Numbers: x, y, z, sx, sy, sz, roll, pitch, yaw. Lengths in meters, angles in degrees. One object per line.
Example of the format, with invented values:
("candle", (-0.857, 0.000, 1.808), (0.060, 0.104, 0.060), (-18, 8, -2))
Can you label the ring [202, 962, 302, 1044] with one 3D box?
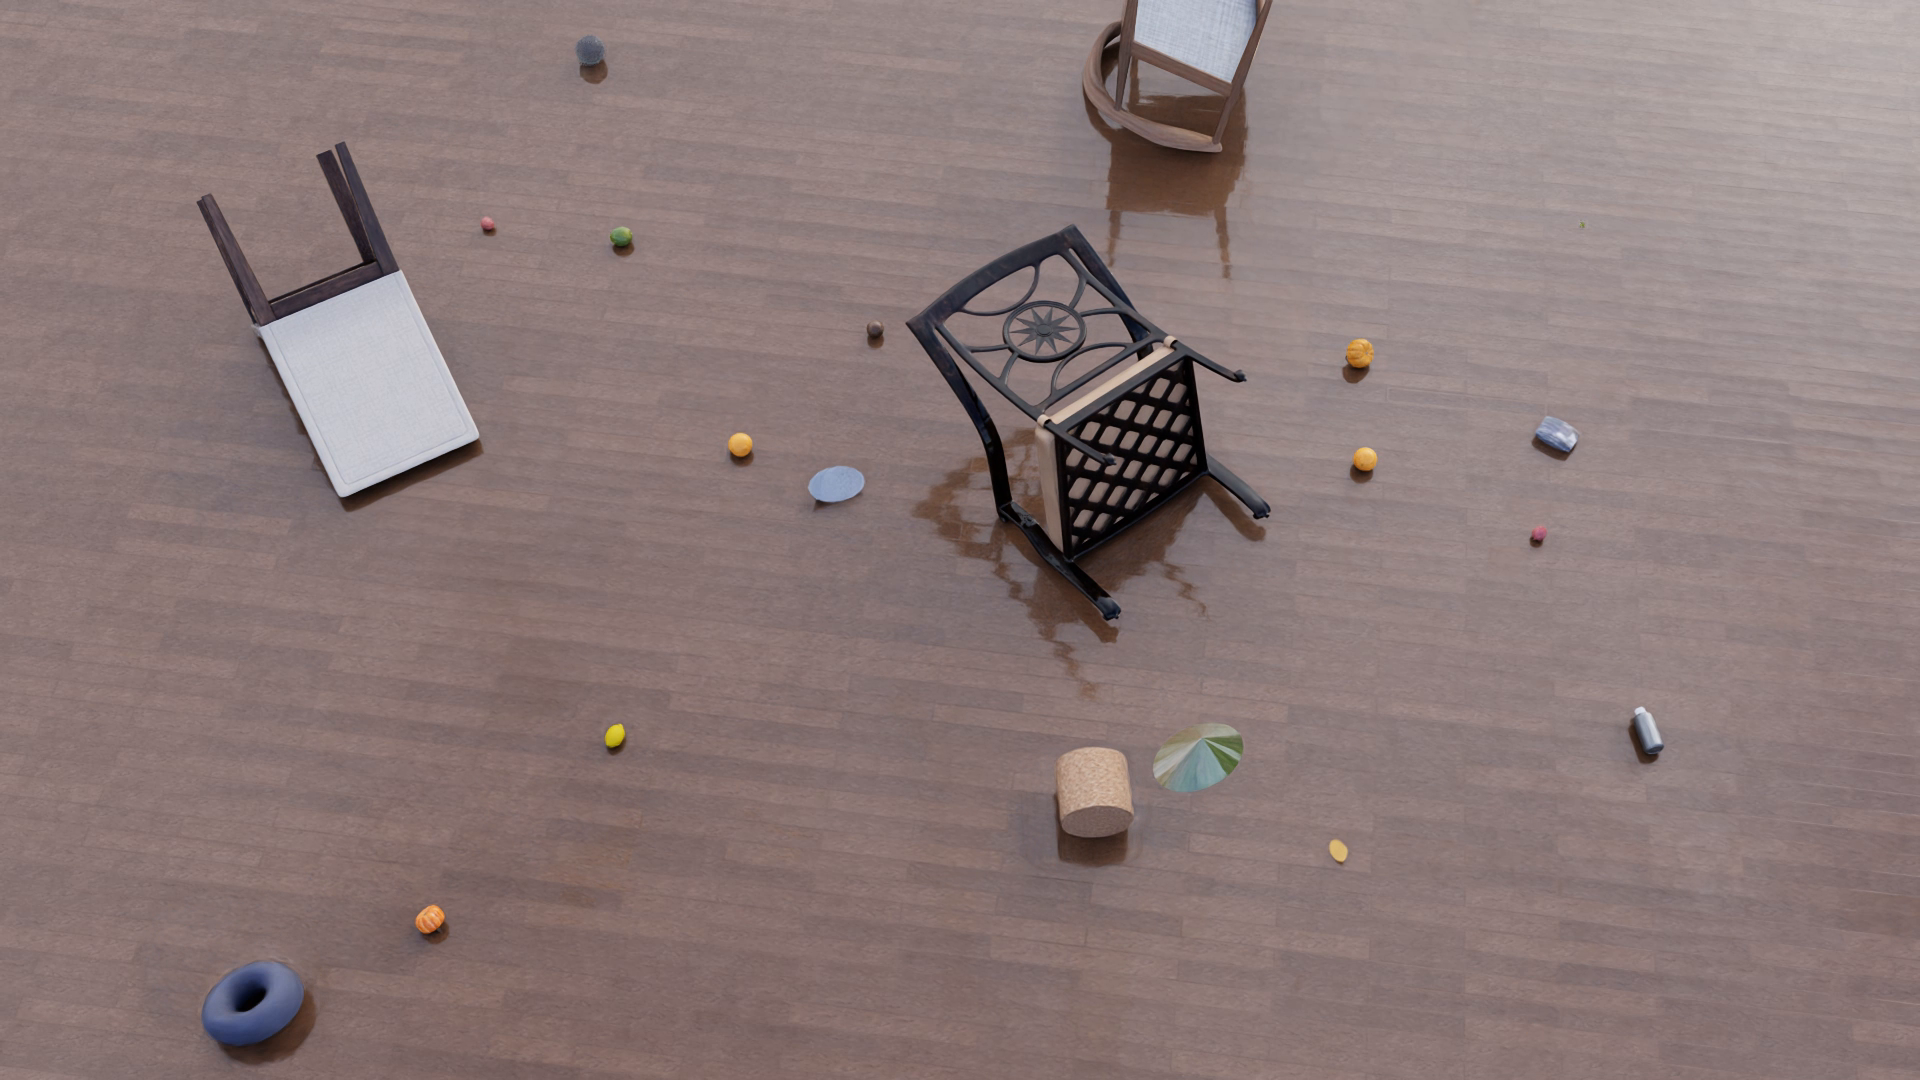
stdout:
("ring", (-1.827, 1.196, 5.683), (0.261, 0.129, 0.192), (-27, 57, -11))

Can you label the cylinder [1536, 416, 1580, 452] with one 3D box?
("cylinder", (1.838, -0.326, 6.763), (0.120, 0.050, 0.068), (35, 52, 16))

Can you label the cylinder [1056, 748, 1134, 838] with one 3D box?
("cylinder", (0.366, 0.689, 5.998), (0.199, 0.189, 0.177), (5, 55, -14))

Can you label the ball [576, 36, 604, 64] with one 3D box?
("ball", (-1.288, -1.708, 7.661), (0.098, 0.098, 0.098), (0, 56, 0))

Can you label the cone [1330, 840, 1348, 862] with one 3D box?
("cone", (1.043, 0.843, 5.995), (0.041, 0.052, 0.062), (-7, 56, -44))

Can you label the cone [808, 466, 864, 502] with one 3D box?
("cone", (-0.389, -0.189, 6.669), (0.176, 0.116, 0.107), (-6, 25, -18))

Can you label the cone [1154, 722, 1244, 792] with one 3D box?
("cone", (0.668, 0.577, 6.119), (0.282, 0.112, 0.188), (-28, 61, -18))

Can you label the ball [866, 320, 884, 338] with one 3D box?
("ball", (-0.269, -0.671, 6.991), (0.056, 0.056, 0.056), (0, 56, 0))
